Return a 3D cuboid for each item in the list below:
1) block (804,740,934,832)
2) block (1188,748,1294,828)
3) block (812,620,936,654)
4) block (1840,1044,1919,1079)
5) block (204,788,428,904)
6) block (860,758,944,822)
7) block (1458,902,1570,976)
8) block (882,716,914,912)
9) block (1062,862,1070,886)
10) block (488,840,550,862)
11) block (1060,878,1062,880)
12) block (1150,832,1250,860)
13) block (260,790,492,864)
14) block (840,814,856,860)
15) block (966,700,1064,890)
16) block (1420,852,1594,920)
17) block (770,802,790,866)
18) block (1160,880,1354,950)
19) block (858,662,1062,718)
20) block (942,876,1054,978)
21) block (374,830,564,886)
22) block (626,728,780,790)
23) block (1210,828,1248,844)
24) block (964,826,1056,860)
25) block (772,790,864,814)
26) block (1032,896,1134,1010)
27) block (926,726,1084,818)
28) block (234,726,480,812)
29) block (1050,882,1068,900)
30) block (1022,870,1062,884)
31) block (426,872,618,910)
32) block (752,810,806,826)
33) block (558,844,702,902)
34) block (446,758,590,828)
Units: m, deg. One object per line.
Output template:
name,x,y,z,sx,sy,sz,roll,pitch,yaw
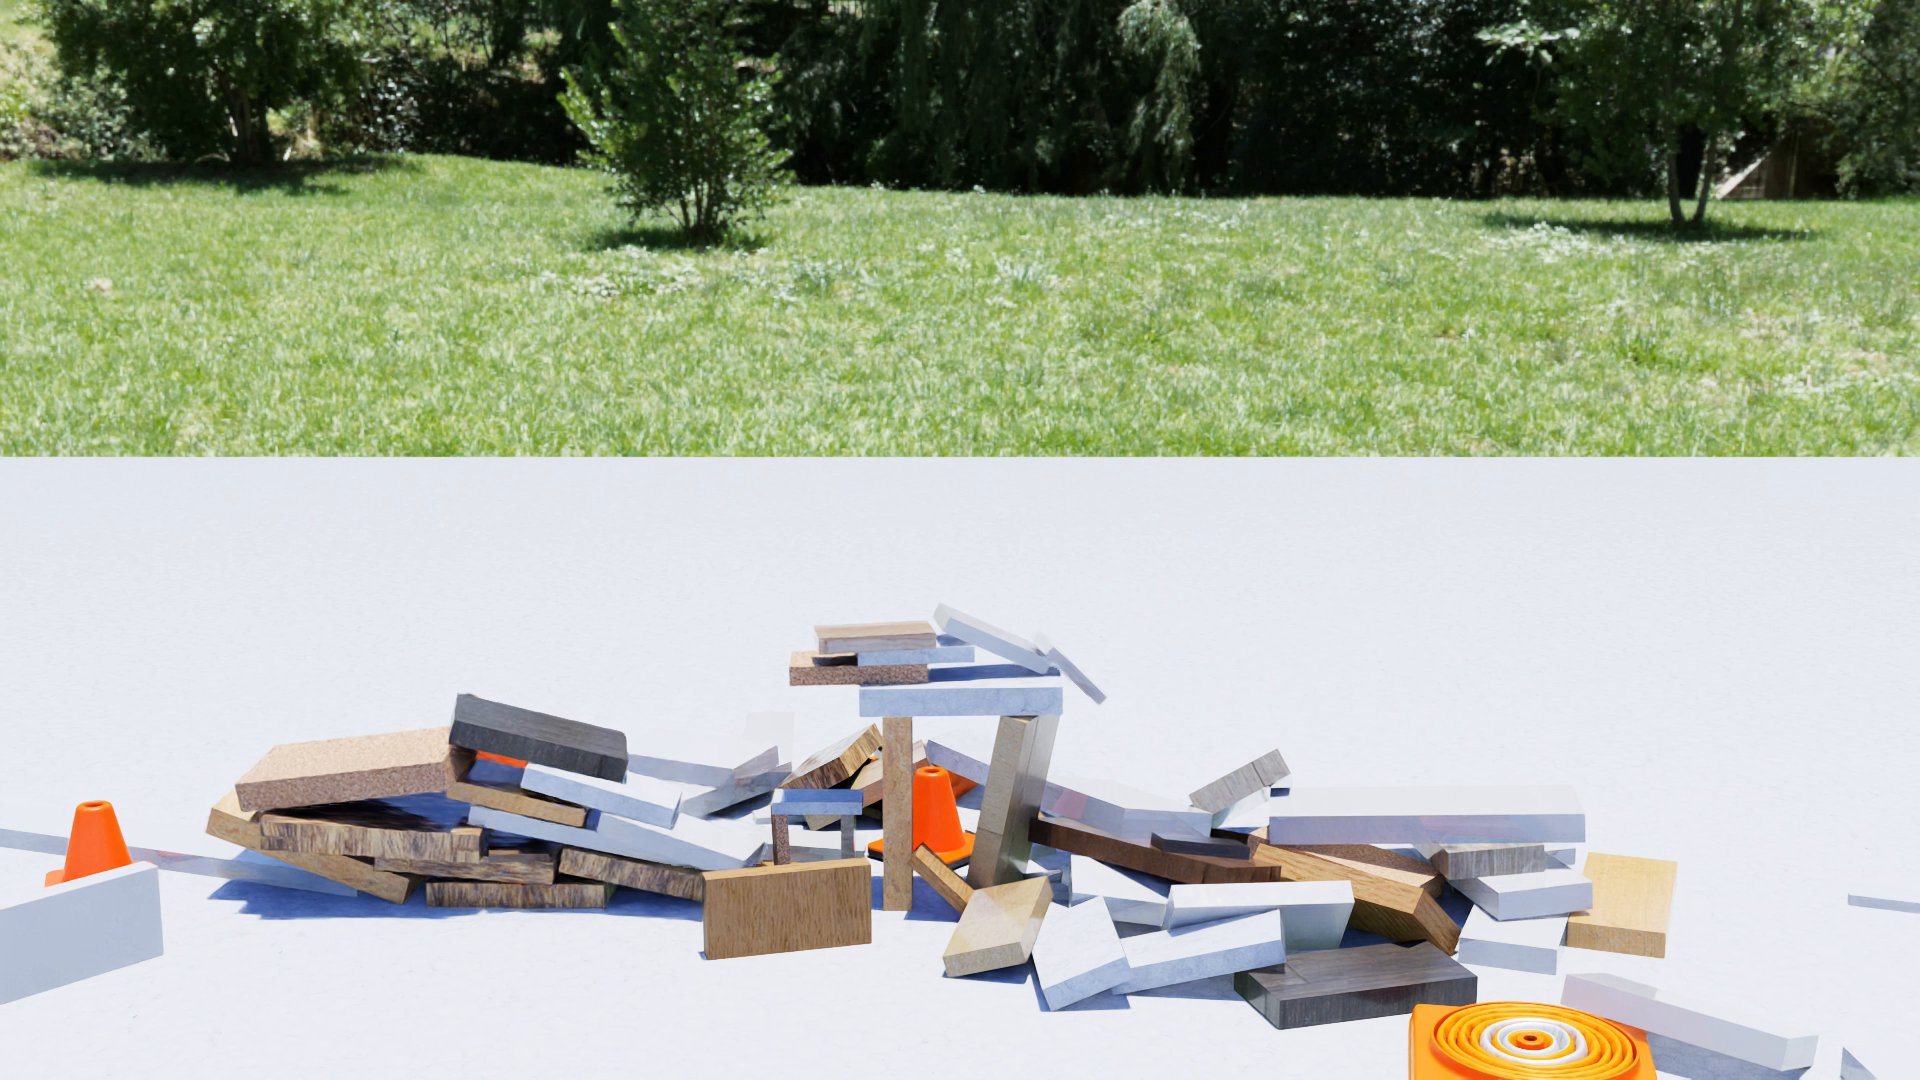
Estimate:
block,-0.170,0.451,4.046,0.246,0.035,0.123,-26,11,0
block,0.494,0.438,3.835,0.169,0.048,0.338,-28,-14,3
block,-0.139,0.157,3.563,0.189,0.027,0.094,-2,11,-9
block,1.340,0.713,2.887,0.305,0.043,0.153,0,11,-2
block,-1.061,0.496,3.691,0.347,0.049,0.174,20,17,2
block,-0.138,0.470,4.093,0.205,0.029,0.103,13,47,47
block,0.883,0.606,3.468,0.146,0.041,0.292,4,11,21
block,-0.102,0.430,3.637,0.046,0.327,0.163,0,11,0
block,0.288,0.569,3.594,0.220,0.031,0.110,19,20,34
block,-0.720,0.508,3.585,0.095,0.014,0.048,1,17,-15
block,0.220,0.572,3.666,0.094,0.013,0.047,9,9,-27
block,0.381,0.486,3.494,0.142,0.020,0.071,7,1,-11
block,-0.951,0.460,3.611,0.347,0.049,0.174,4,17,-4
block,-0.185,0.517,3.660,0.021,0.148,0.074,0,11,0
block,0.088,0.428,3.641,0.046,0.327,0.163,17,16,21
block,0.884,0.540,3.581,0.157,0.044,0.314,-5,9,-10
block,-0.297,0.517,3.657,0.021,0.148,0.074,-5,11,-11
block,0.454,0.579,3.371,0.275,0.137,0.039,-1,50,-4
block,0.002,0.245,3.603,0.327,0.046,0.163,-1,11,0
block,0.061,0.596,3.401,0.124,0.035,0.248,-14,11,15
block,-0.805,0.510,3.649,0.293,0.041,0.146,5,17,0
block,-0.502,0.412,4.165,0.286,0.041,0.143,5,16,30
block,0.485,0.526,3.697,0.220,0.031,0.110,9,11,0
block,0.089,0.534,3.908,0.078,0.022,0.157,-9,14,-40
block,-0.235,0.434,3.643,0.148,0.021,0.074,0,10,-1
block,0.176,0.617,3.299,0.130,0.037,0.259,-22,11,0
block,0.094,0.437,4.160,0.295,0.042,0.148,21,14,25
block,-0.983,0.372,3.599,0.347,0.049,0.174,-7,15,7
block,0.164,0.585,3.659,0.095,0.013,0.047,-2,11,-10
block,0.158,0.574,3.720,0.095,0.013,0.047,-3,11,-16
block,-0.725,0.569,3.668,0.293,0.041,0.146,0,11,2
block,-0.332,0.510,4.063,0.095,0.014,0.048,-3,11,-14
block,-0.508,0.539,3.665,0.293,0.041,0.146,12,10,-1
block,-0.718,0.412,3.614,0.223,0.032,0.112,13,15,-3
